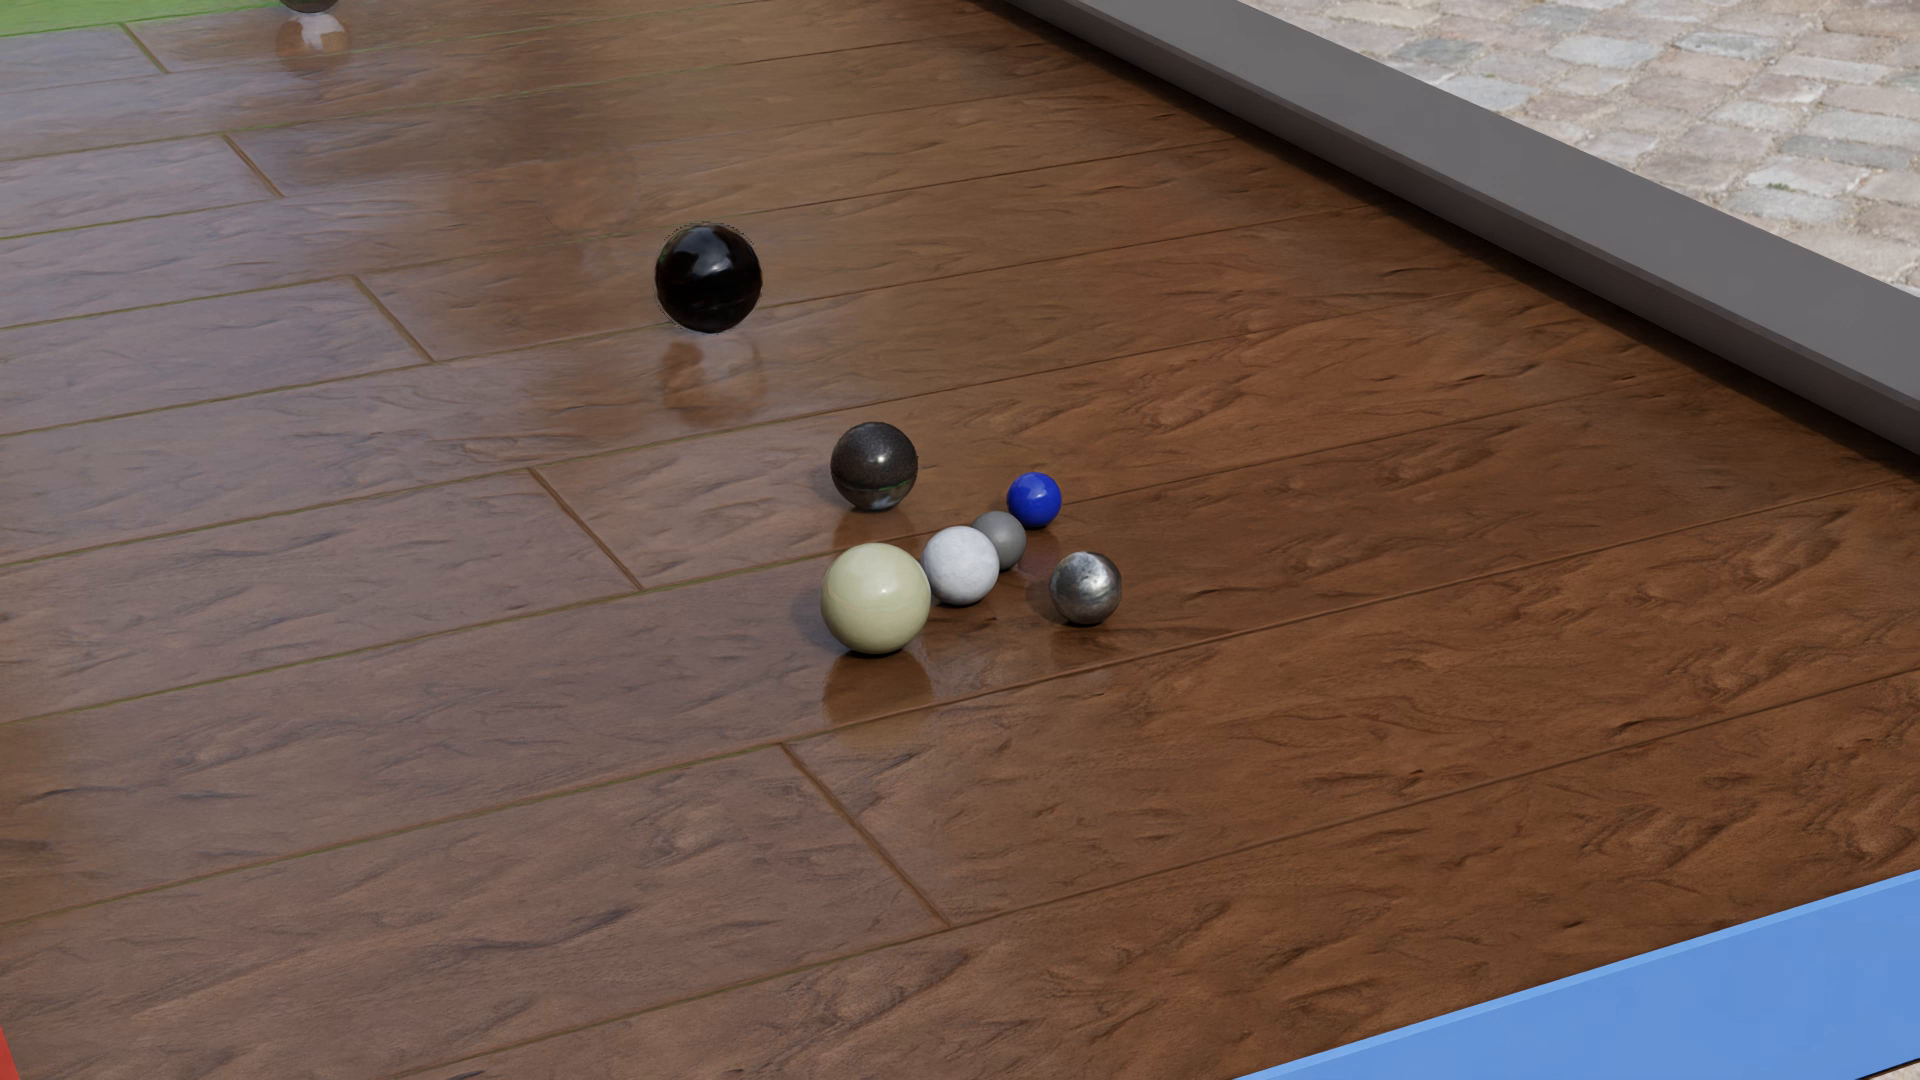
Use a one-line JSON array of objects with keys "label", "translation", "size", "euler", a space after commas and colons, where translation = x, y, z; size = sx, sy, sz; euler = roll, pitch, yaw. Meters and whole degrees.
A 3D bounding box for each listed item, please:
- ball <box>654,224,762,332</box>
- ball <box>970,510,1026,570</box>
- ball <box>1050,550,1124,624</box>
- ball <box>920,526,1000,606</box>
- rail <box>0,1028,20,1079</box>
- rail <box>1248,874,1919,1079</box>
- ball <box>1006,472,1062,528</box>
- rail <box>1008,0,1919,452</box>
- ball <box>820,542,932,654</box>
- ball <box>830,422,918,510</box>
[{"label": "ball", "translation": [-0.221, -0.229, 2.575], "size": [0.095, 0.095, 0.095], "euler": [0, 25, 0]}, {"label": "ball", "translation": [0.027, 0.001, 2.141], "size": [0.044, 0.044, 0.044], "euler": [0, 25, 0]}, {"label": "ball", "translation": [0.088, 0.033, 2.061], "size": [0.052, 0.052, 0.052], "euler": [0, 25, 0]}, {"label": "ball", "translation": [0.000, 0.018, 2.089], "size": [0.057, 0.057, 0.057], "euler": [0, 25, 0]}, {"label": "rail", "translation": [-1.027, -0.181, 2.435], "size": [0.045, 0.123, 3.104], "euler": [-12, 27, -24]}, {"label": "rail", "translation": [0.336, 0.252, 1.503], "size": [1.568, 0.123, 0.045], "euler": [-12, 27, -24]}, {"label": "ball", "translation": [0.056, -0.030, 2.210], "size": [0.042, 0.042, 0.042], "euler": [0, 25, 0]}, {"label": "rail", "translation": [0.334, -0.467, 3.051], "size": [0.045, 0.123, 3.104], "euler": [-12, 27, -24]}, {"label": "ball", "translation": [-0.058, 0.040, 2.017], "size": [0.077, 0.077, 0.077], "euler": [0, 25, 0]}, {"label": "ball", "translation": [-0.065, -0.057, 2.237], "size": [0.067, 0.067, 0.067], "euler": [0, 25, 0]}]
